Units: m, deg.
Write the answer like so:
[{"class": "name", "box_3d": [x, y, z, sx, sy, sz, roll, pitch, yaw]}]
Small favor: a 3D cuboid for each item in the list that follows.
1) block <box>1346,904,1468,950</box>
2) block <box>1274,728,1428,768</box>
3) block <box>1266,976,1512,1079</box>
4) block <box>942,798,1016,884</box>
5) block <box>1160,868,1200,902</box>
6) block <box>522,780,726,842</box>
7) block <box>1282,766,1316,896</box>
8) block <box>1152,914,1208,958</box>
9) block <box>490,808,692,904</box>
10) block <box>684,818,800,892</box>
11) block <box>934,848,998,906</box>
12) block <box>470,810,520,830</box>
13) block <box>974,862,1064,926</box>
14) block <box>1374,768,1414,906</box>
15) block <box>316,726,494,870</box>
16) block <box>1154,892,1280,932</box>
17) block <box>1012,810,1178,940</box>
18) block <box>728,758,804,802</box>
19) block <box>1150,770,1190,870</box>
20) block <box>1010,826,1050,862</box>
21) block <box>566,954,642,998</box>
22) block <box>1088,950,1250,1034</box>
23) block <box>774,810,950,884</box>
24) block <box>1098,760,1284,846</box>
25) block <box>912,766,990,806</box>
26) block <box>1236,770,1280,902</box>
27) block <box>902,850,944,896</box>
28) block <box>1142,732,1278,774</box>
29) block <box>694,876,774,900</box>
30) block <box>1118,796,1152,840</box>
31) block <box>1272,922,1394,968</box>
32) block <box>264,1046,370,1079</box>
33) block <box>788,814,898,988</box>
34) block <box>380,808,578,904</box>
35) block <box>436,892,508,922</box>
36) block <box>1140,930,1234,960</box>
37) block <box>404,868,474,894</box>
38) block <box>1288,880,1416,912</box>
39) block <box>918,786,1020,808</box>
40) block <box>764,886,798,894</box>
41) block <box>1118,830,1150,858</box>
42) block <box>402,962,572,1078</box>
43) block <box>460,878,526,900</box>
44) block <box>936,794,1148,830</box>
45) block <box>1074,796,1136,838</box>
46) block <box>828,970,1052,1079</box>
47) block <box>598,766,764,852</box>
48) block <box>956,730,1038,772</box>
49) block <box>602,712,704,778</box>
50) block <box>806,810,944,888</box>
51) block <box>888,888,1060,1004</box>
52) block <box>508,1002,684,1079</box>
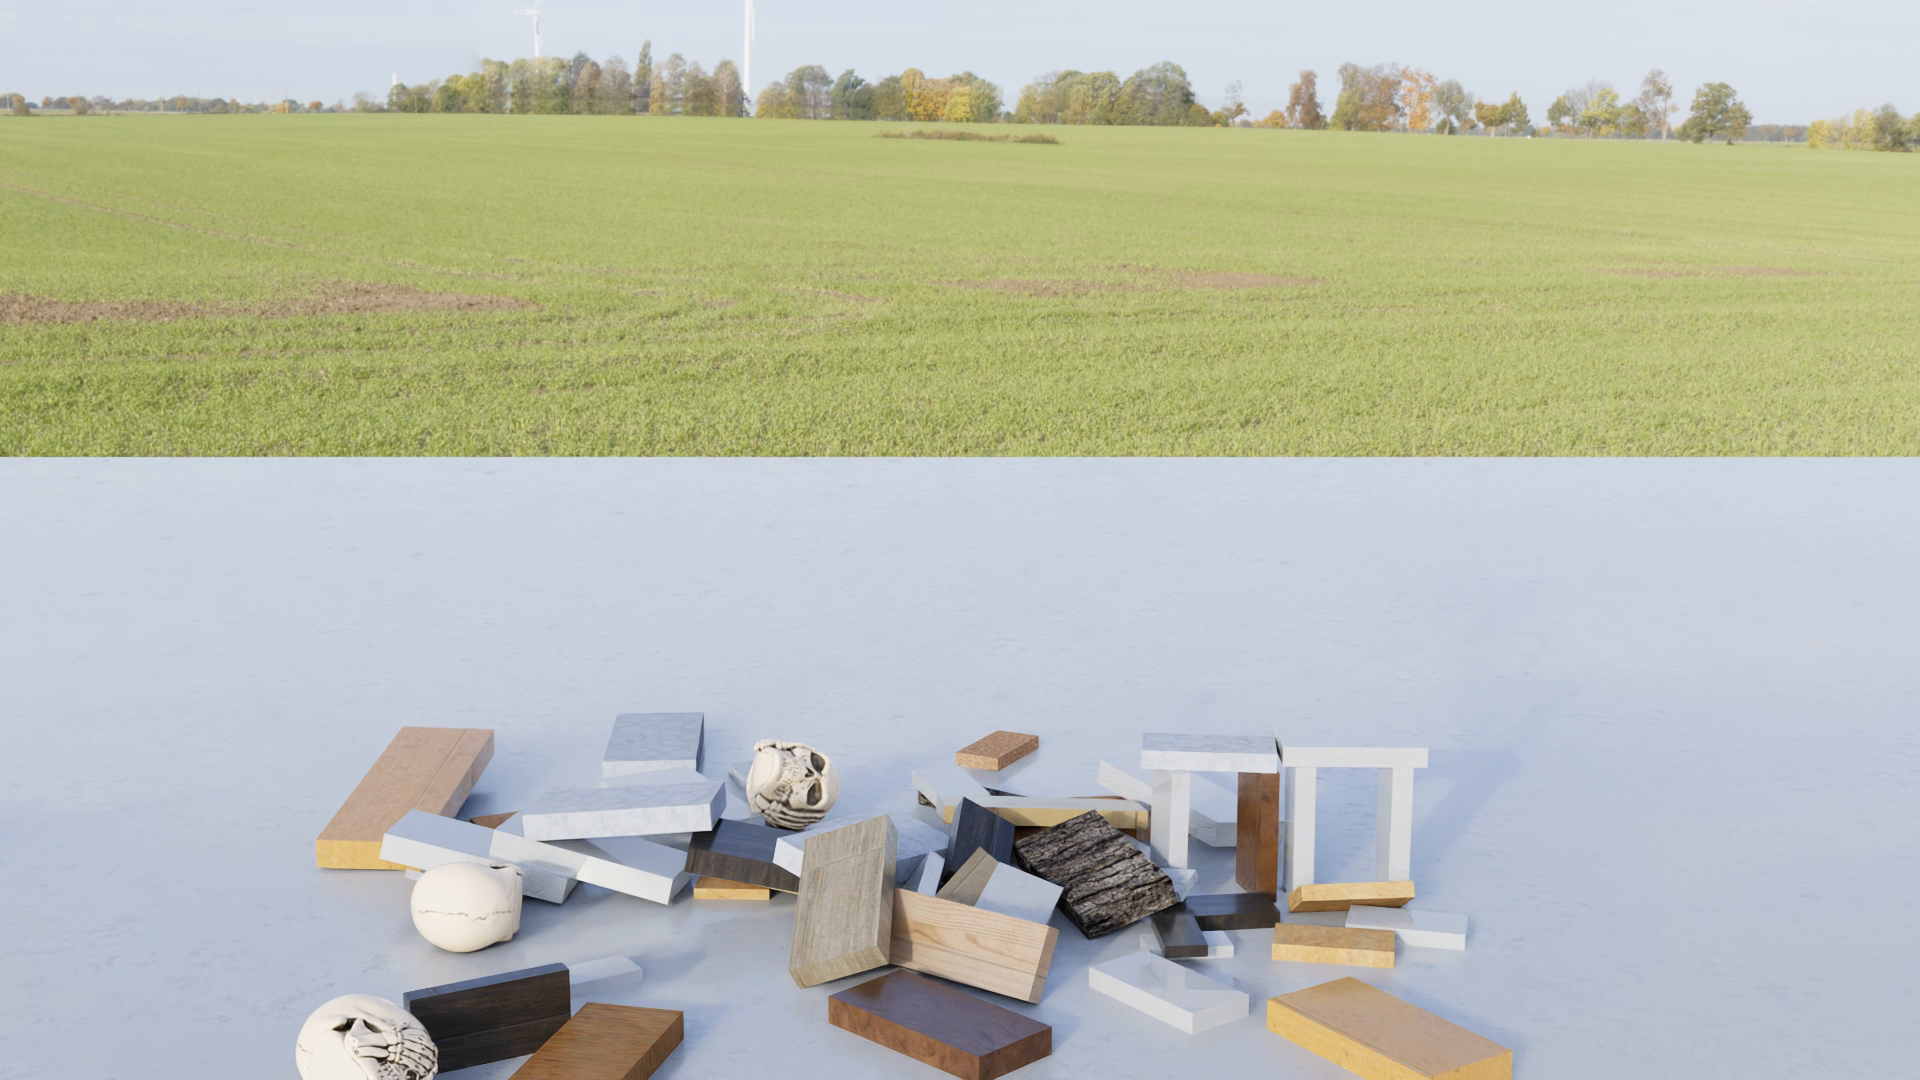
[{"class": "block", "box_3d": [0.706, 0.612, 3.478, 0.184, 0.026, 0.092, 3, 11, 15]}, {"class": "block", "box_3d": [0.644, 0.342, 3.629, 0.234, 0.033, 0.117, 0, 11, 1]}, {"class": "block", "box_3d": [0.586, 0.687, 3.026, 0.157, 0.044, 0.314, -7, 13, -33]}, {"class": "block", "box_3d": [0.032, 0.520, 3.661, 0.103, 0.029, 0.206, 30, 28, -9]}, {"class": "block", "box_3d": [0.315, 0.562, 3.590, 0.135, 0.019, 0.066, -3, 24, 35]}, {"class": "block", "box_3d": [-0.554, 0.450, 3.654, 0.309, 0.044, 0.154, -4, 8, 4]}, {"class": "block", "box_3d": [0.563, 0.474, 3.651, 0.033, 0.234, 0.117, 0, 11, 0]}, {"class": "block", "box_3d": [0.339, 0.612, 3.398, 0.066, 0.019, 0.132, -1, 11, -4]}, {"class": "block", "box_3d": [-0.612, 0.526, 3.677, 0.309, 0.044, 0.154, 15, 9, 5]}, {"class": "block", "box_3d": [-0.296, 0.526, 3.627, 0.298, 0.042, 0.149, 11, 14, -4]}, {"class": "block", "box_3d": [0.029, 0.570, 3.502, 0.103, 0.029, 0.206, 39, 24, 7]}, {"class": "block", "box_3d": [-0.812, 0.516, 4.010, 0.145, 0.021, 0.072, -5, 12, -27]}, {"class": "block", "box_3d": [0.081, 0.585, 3.431, 0.111, 0.031, 0.222, 21, 23, 9]}, {"class": "block", "box_3d": [0.720, 0.474, 3.651, 0.033, 0.234, 0.117, 0, 11, 0]}, {"class": "block", "box_3d": [-1.013, 0.468, 4.061, 0.180, 0.051, 0.589, 2, 14, 0]}, {"class": "block", "box_3d": [0.412, 0.600, 3.543, 0.186, 0.026, 0.093, -2, 11, -8]}, {"class": "block", "box_3d": [0.217, 0.545, 3.613, 0.157, 0.044, 0.314, -20, 20, -14]}, {"class": "block", "box_3d": [-0.377, 0.466, 4.265, 0.093, 0.026, 0.186, -4, 11, -22]}, {"class": "block", "box_3d": [0.348, 0.480, 3.656, 0.031, 0.220, 0.110, -1, 11, -11]}, {"class": "block", "box_3d": [0.122, 0.530, 3.842, 0.194, 0.027, 0.097, 6, 23, 42]}, {"class": "block", "box_3d": [-0.589, 0.657, 3.254, 0.227, 0.021, 0.072, -7, 13, -32]}, {"class": "block", "box_3d": [0.303, 0.659, 3.213, 0.111, 0.031, 0.222, -8, 13, -37]}, {"class": "block", "box_3d": [-0.148, 0.514, 3.619, 0.149, 0.042, 0.298, 22, 17, 36]}, {"class": "block", "box_3d": [0.419, 0.478, 4.023, 0.157, 0.044, 0.358, 3, 11, -33]}, {"class": "block", "box_3d": [-0.019, 0.465, 4.123, 0.094, 0.027, 0.188, -3, 11, -17]}, {"class": "block", "box_3d": [0.495, 0.480, 3.658, 0.031, 0.221, 0.110, -2, 11, -13]}, {"class": "block", "box_3d": [-0.074, 0.572, 3.490, 0.029, 0.103, 0.206, 35, 11, -2]}, {"class": "block", "box_3d": [0.413, 0.353, 3.651, 0.221, 0.031, 0.110, 1, 11, 6]}, {"class": "block", "box_3d": [-0.377, 0.581, 3.671, 0.125, 0.018, 0.063, 0, 11, 3]}, {"class": "block", "box_3d": [0.351, 0.509, 4.034, 0.093, 0.026, 0.186, -1, 11, -6]}, {"class": "block", "box_3d": [0.578, 0.627, 3.400, 0.184, 0.026, 0.092, 2, 11, 11]}, {"class": "block", "box_3d": [-0.865, 0.716, 2.933, 0.072, 0.021, 0.145, 5, 12, 26]}, {"class": "block", "box_3d": [-0.175, 0.547, 3.351, 0.144, 0.041, 0.287, -18, 32, 14]}, {"class": "block", "box_3d": [-0.793, 0.527, 3.676, 0.309, 0.044, 0.154, 14, 9, 1]}, {"class": "block", "box_3d": [-0.795, 0.598, 3.583, 0.107, 0.015, 0.054, 6, 12, 31]}, {"class": "block", "box_3d": [0.351, 0.629, 3.408, 0.132, 0.019, 0.066, -2, 11, -8]}, {"class": "block", "box_3d": [-0.861, 0.564, 3.632, 0.107, 0.015, 0.054, 19, -11, -19]}, {"class": "block", "box_3d": [0.631, 0.576, 3.552, 0.184, 0.026, 0.092, -1, -21, -6]}, {"class": "block", "box_3d": [0.024, 0.490, 4.136, 0.188, 0.027, 0.094, 8, 13, 37]}, {"class": "block", "box_3d": [-0.291, 0.567, 3.672, 0.125, 0.018, 0.063, 12, 11, 2]}, {"class": "block", "box_3d": [0.280, 0.549, 3.814, 0.097, 0.027, 0.194, -5, 12, -25]}, {"class": "block", "box_3d": [-0.644, 0.656, 3.008, 0.223, 0.112, 0.032, -6, 12, -29]}, {"class": "block", "box_3d": [-0.770, 0.569, 3.652, 0.107, 0.015, 0.054, 14, 4, 5]}, {"class": "block", "box_3d": [0.145, 0.483, 3.912, 0.362, 0.031, 0.111, 3, 3, -8]}, {"class": "block", "box_3d": [0.258, 0.511, 4.020, 0.093, 0.026, 0.202, -1, 11, -6]}, {"class": "block", "box_3d": [-0.031, 0.679, 3.080, 0.299, 0.041, 0.144, 10, 15, 44]}, {"class": "block", "box_3d": [-0.514, 0.496, 4.036, 0.180, 0.051, 0.359, -6, 12, -29]}, {"class": "block", "box_3d": [0.077, 0.428, 4.471, 0.094, 0.027, 0.188, 5, 12, 27]}, {"class": "block", "box_3d": [-0.615, 0.420, 4.443, 0.180, 0.051, 0.359, -1, 11, -4]}, {"class": "block", "box_3d": [-0.121, 0.539, 3.828, 0.149, 0.042, 0.298, -9, 14, -39]}, {"class": "block", "box_3d": [-0.010, 0.602, 3.296, 0.328, 0.112, 0.032, 8, -15, 36]}, {"class": "block", "box_3d": [-0.489, 0.701, 2.958, 0.144, 0.041, 0.287, 2, 11, 13]}]
